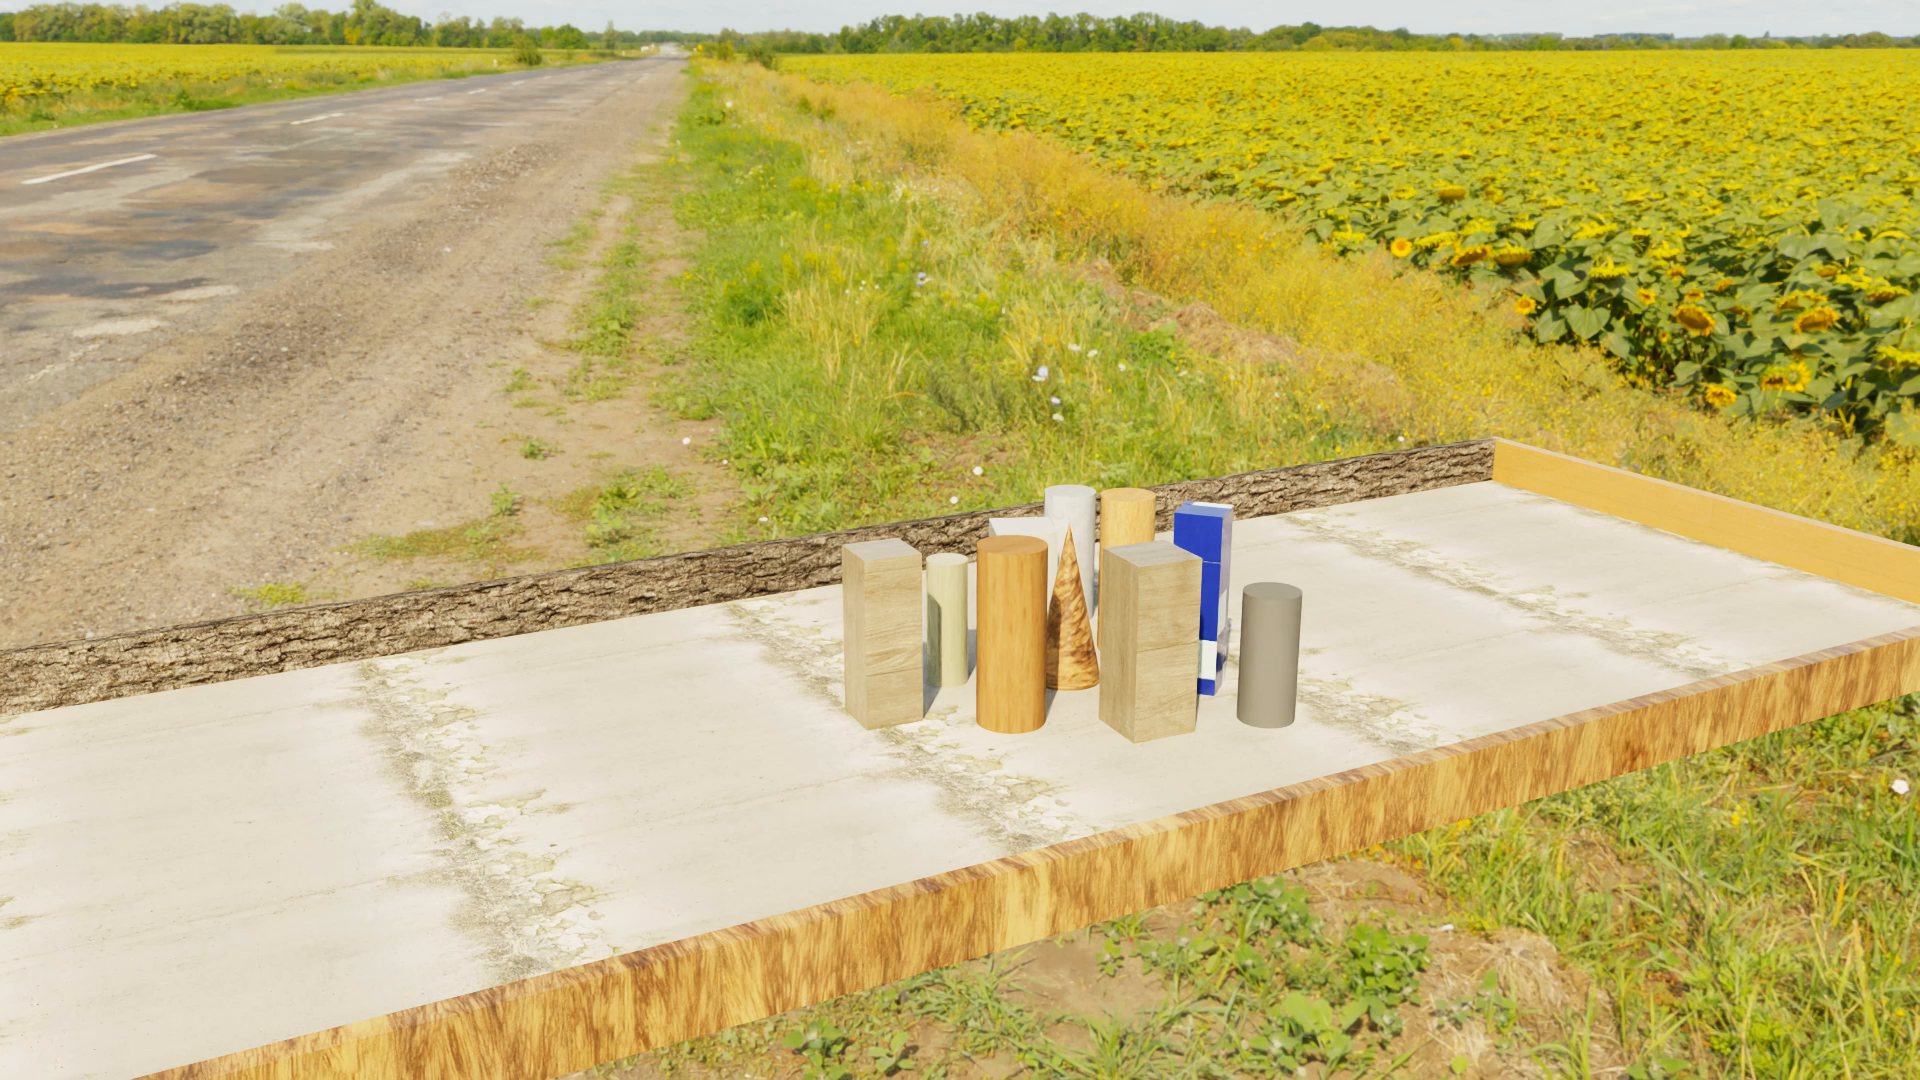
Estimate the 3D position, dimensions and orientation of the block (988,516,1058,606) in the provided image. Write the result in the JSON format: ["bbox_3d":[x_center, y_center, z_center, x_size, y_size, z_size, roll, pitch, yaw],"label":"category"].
[{"bbox_3d":[0.165,0.120,4.362,0.159,0.329,0.159,-2,16,-6],"label":"block"}]

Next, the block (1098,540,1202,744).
[{"bbox_3d":[0.437,0.232,3.814,0.164,0.423,0.164,-7,18,-24],"label":"block"}]

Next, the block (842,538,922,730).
[{"bbox_3d":[-0.182,0.219,3.874,0.142,0.414,0.142,-8,18,-24],"label":"block"}]

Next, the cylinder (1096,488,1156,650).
[{"bbox_3d":[0.436,0.084,4.326,0.143,0.419,0.143,0,16,0],"label":"cylinder"}]

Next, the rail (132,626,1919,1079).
[{"bbox_3d":[-2.336,1.006,1.665,12.000,0.150,0.050,-9,18,-27],"label":"rail"}]

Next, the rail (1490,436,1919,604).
[{"bbox_3d":[2.466,-0.048,5.253,0.050,0.150,2.100,-9,18,-27],"label":"rail"}]

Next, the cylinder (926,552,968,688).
[{"bbox_3d":[-0.032,0.200,4.109,0.104,0.319,0.104,0,16,0],"label":"cylinder"}]

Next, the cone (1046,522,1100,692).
[{"bbox_3d":[0.269,0.151,4.108,0.176,0.413,0.176,0,16,0],"label":"cone"}]

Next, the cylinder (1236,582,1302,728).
[{"bbox_3d":[0.726,0.270,3.875,0.137,0.316,0.137,0,16,0],"label":"cylinder"}]

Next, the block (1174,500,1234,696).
[{"bbox_3d":[0.591,0.143,4.058,0.118,0.456,0.118,6,18,20],"label":"block"}]

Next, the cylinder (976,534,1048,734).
[{"bbox_3d":[0.120,0.219,3.842,0.164,0.433,0.164,0,16,0],"label":"cylinder"}]

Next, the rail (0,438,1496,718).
[{"bbox_3d":[-3.305,0.497,3.399,12.000,0.150,0.050,-9,18,-27],"label":"rail"}]

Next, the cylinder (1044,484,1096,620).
[{"bbox_3d":[0.303,0.039,4.580,0.142,0.362,0.142,0,16,0],"label":"cylinder"}]
